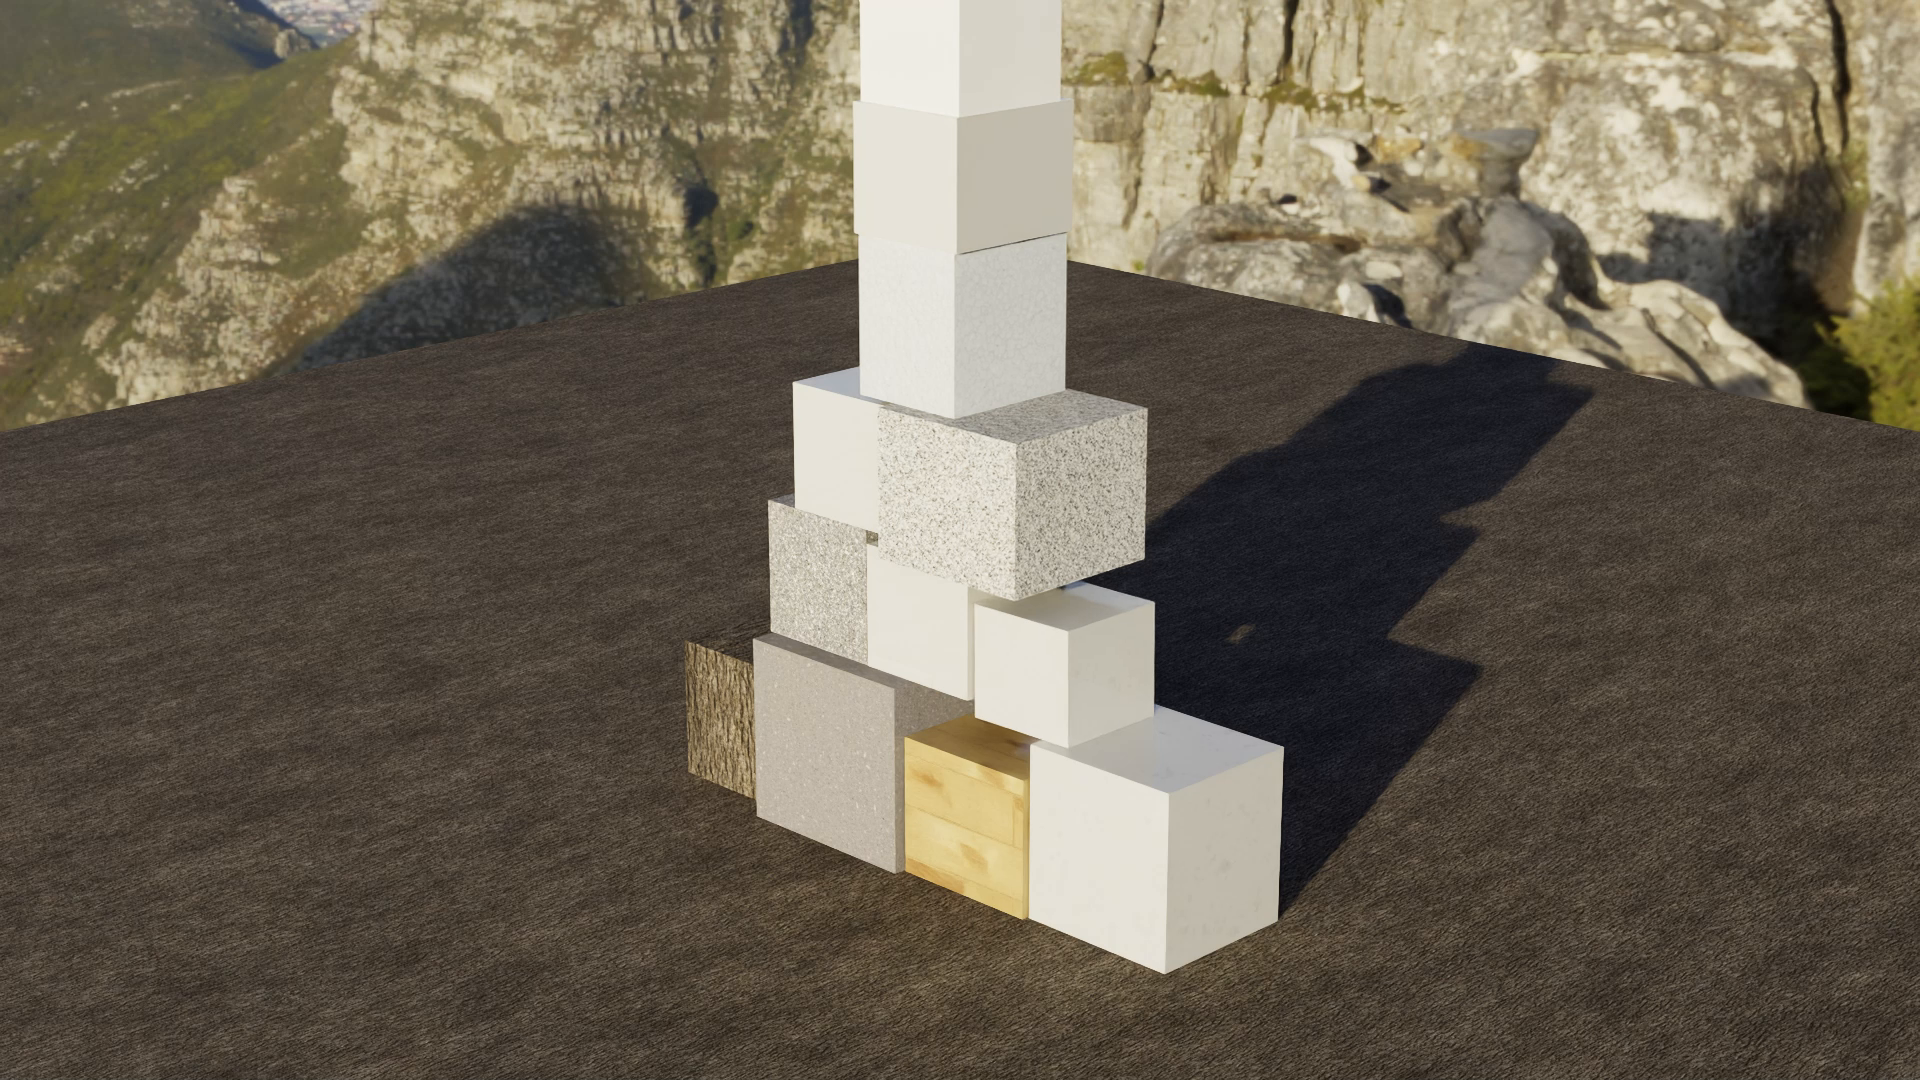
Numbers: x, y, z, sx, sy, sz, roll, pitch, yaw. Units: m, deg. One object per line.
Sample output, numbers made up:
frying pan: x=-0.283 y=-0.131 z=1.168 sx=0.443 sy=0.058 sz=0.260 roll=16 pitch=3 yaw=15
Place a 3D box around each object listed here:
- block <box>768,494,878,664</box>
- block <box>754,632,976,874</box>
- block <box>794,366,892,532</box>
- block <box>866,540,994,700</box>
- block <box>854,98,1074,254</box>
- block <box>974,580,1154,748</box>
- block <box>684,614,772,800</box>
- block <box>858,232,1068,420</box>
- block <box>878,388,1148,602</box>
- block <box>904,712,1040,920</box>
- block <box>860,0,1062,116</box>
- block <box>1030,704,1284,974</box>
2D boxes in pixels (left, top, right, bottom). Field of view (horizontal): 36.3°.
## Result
block: x=-0.436 y=0.126 z=13.837 sx=0.641 sy=0.652 sz=0.666 roll=-17 pitch=24 yaw=-42
block: x=-0.326 y=0.906 z=13.951 sx=0.879 sy=0.905 sz=0.963 roll=-17 pitch=24 yaw=-42
block: x=-0.292 y=-0.436 z=13.532 sx=0.667 sy=0.603 sz=0.674 roll=-17 pitch=24 yaw=-42
block: x=0.029 y=0.299 z=13.391 sx=0.634 sy=0.588 sz=0.646 roll=-17 pitch=24 yaw=-42
block: x=0.017 y=-1.636 z=12.838 sx=0.723 sy=0.581 sz=0.637 roll=-17 pitch=24 yaw=-42
block: x=0.463 y=0.532 z=13.014 sx=0.562 sy=0.532 sz=0.567 roll=-17 pitch=23 yaw=-42
block: x=-0.885 y=0.824 z=14.554 sx=0.675 sy=0.700 sz=0.656 roll=-17 pitch=24 yaw=-42
block: x=0.014 y=-1.010 z=13.034 sx=0.704 sy=0.731 sz=0.595 roll=-17 pitch=24 yaw=-42
block: x=0.231 y=-0.249 z=12.996 sx=0.834 sy=0.697 sz=0.844 roll=-17 pitch=24 yaw=-42
block: x=0.288 y=1.205 z=13.407 sx=0.777 sy=0.662 sz=0.746 roll=-17 pitch=24 yaw=-42
block: x=0.004 y=-2.214 z=12.640 sx=0.623 sy=0.641 sz=0.601 roll=-17 pitch=24 yaw=-42
block: x=0.856 y=1.288 z=12.868 sx=0.756 sy=0.826 sz=0.799 roll=-17 pitch=24 yaw=-42
